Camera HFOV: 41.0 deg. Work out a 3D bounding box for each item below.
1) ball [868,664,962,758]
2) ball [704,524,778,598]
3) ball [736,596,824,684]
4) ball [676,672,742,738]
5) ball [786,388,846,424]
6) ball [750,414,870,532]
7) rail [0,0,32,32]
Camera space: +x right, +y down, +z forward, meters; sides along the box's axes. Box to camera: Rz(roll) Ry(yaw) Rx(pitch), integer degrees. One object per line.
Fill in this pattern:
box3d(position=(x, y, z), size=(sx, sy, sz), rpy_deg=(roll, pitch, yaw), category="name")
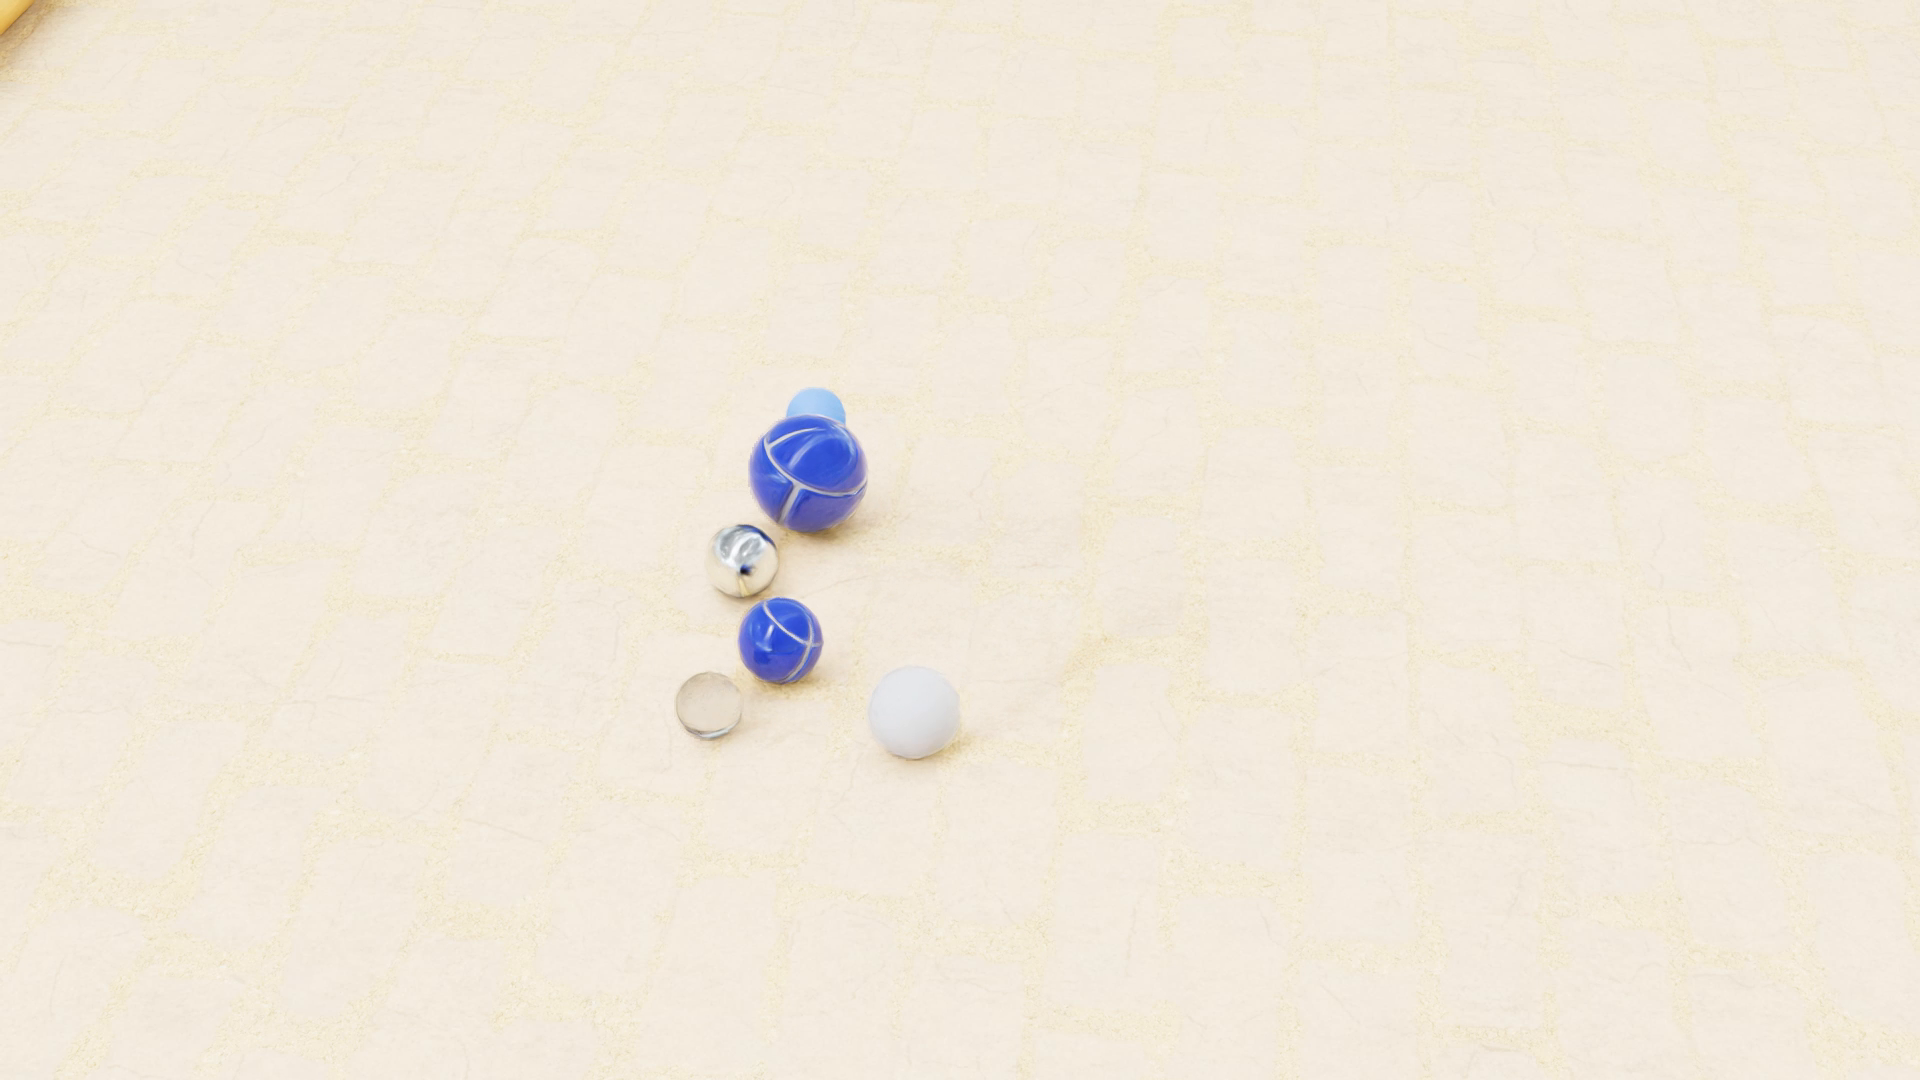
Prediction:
box3d(position=(-0.028, 0.105, 1.569), size=(0.057, 0.057, 0.057), rpy_deg=(0, 36, 0), category="ball")
box3d(position=(-0.145, 0.014, 1.702), size=(0.049, 0.049, 0.049), rpy_deg=(0, 36, 0), category="ball")
box3d(position=(-0.114, 0.064, 1.627), size=(0.055, 0.055, 0.055), rpy_deg=(0, 36, 0), category="ball")
box3d(position=(-0.155, 0.102, 1.586), size=(0.041, 0.041, 0.041), rpy_deg=(0, 36, 0), category="ball")
box3d(position=(-0.104, -0.088, 1.848), size=(0.043, 0.043, 0.043), rpy_deg=(0, 36, 0), category="ball")
box3d(position=(-0.103, -0.046, 1.756), size=(0.082, 0.082, 0.082), rpy_deg=(0, 36, 0), category="ball")
box3d(position=(-0.974, -0.091, 1.797), size=(0.045, 0.106, 2.368), rpy_deg=(4, 36, 6), category="rail")
